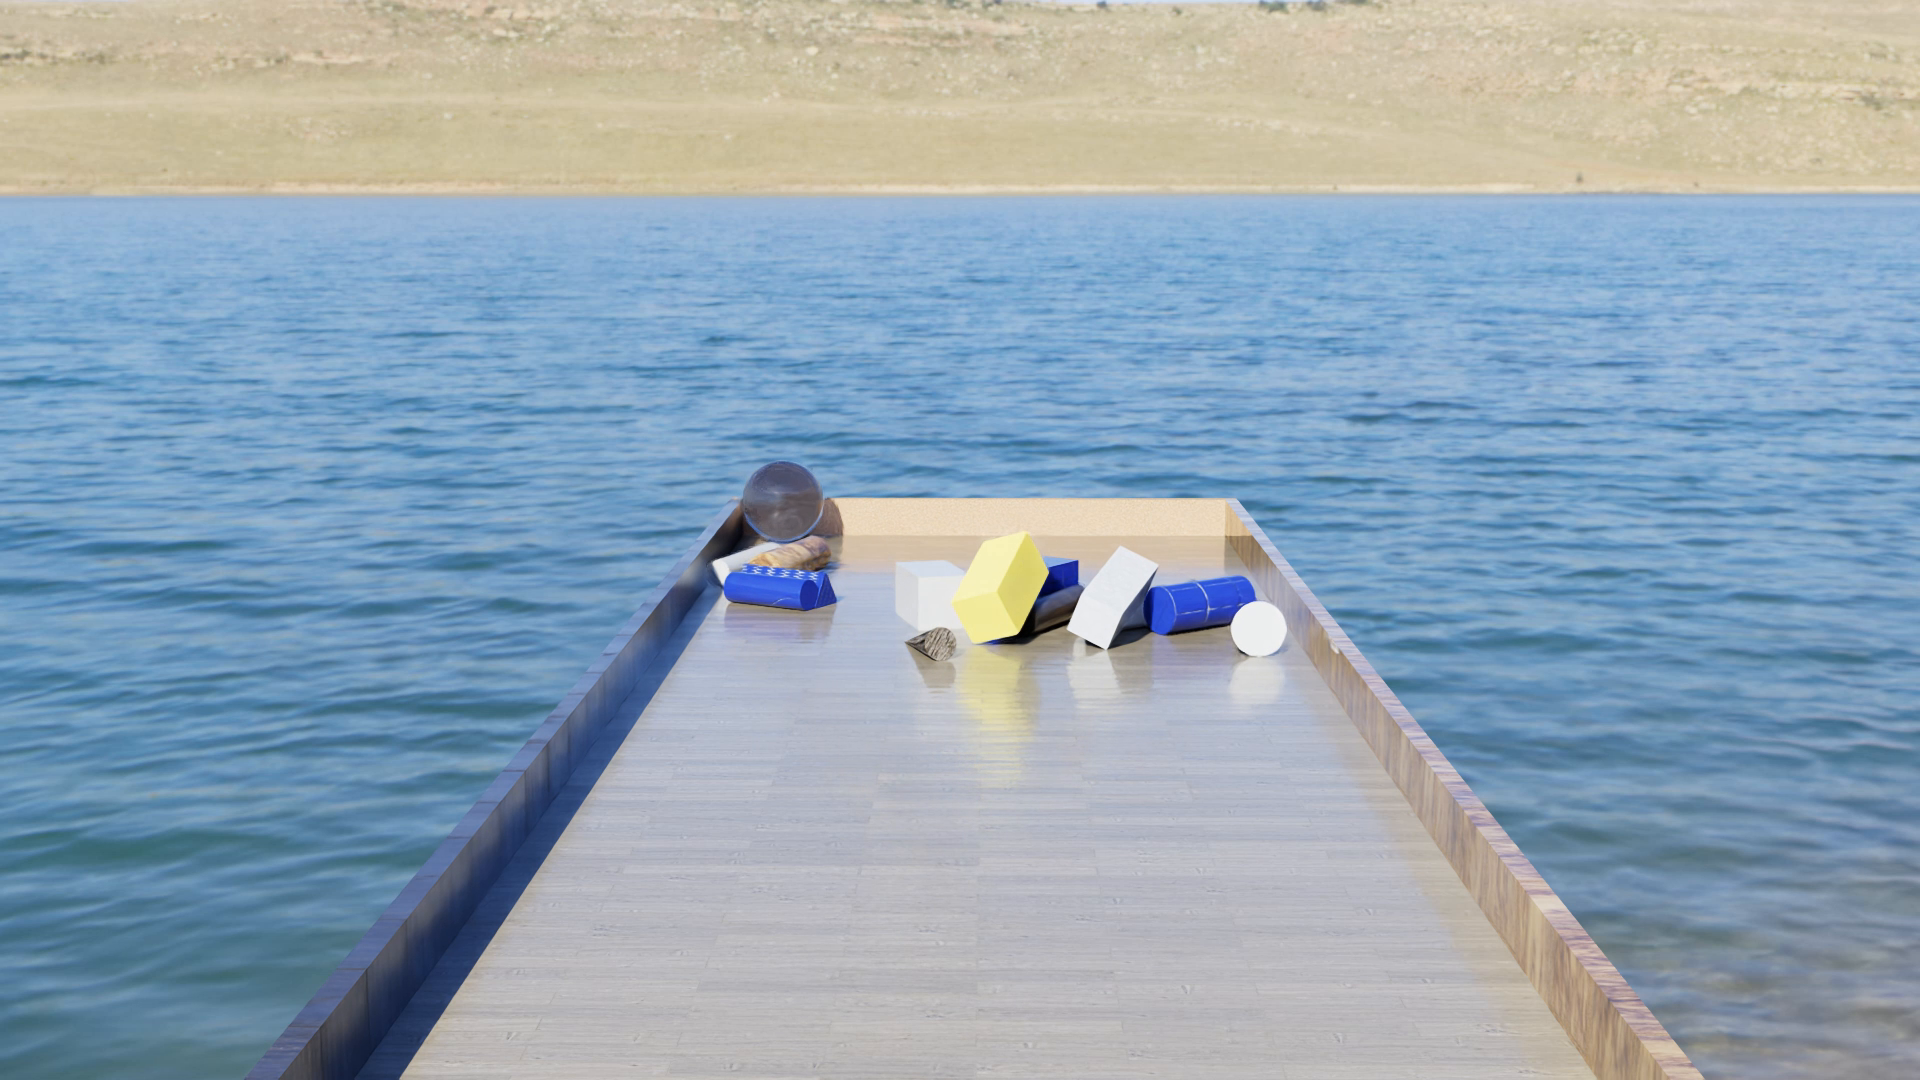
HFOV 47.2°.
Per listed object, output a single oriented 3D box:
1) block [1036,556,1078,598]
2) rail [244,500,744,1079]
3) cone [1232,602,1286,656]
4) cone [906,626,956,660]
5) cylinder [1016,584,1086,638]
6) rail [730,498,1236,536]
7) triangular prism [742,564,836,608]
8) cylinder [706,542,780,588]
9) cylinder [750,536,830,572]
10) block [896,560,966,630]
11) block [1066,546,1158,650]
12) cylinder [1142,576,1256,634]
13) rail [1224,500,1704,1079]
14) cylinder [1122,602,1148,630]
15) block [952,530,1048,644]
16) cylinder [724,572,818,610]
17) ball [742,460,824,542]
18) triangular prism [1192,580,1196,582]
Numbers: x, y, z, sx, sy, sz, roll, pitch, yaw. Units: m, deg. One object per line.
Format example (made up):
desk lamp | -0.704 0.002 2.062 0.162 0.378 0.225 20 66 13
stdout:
block | 0.243 0.164 7.439 0.168 0.168 0.318 7 11 36
rail | -1.004 0.839 3.234 0.050 0.150 12.000 0 9 1
cone | 0.908 0.283 6.956 0.169 0.169 0.407 0 -3 -3
cone | -0.118 0.319 6.832 0.103 0.103 0.303 -4 0 -23
cylinder | 0.296 0.230 7.210 0.108 0.108 0.406 5 10 29
rail | 0.099 -0.098 9.147 2.100 0.150 0.050 0 9 1
triangular prism | -0.609 0.154 7.657 0.346 0.113 0.130 5 11 30
cylinder | -0.789 0.092 8.102 0.103 0.103 0.443 4 10 21
cylinder | -0.623 0.083 8.059 0.134 0.134 0.437 3 10 20
block | -0.092 0.182 7.304 0.175 0.175 0.308 -3 9 -15
block | 0.488 0.180 6.981 0.141 0.141 0.376 27 31 11
cylinder | 0.784 0.211 7.183 0.358 0.156 0.156 -7 11 -36
rail | 1.046 0.843 3.208 0.050 0.150 12.000 0 9 1
cylinder | 0.519 0.240 7.148 0.303 0.107 0.107 -7 11 -38
block | 0.130 0.150 6.997 0.165 0.165 0.350 -15 27 28
cylinder | -0.653 0.175 7.567 0.321 0.107 0.107 5 10 30
ball | -0.719 -0.158 8.938 0.334 0.334 0.334 0 9 0
triangular prism | 0.752 0.204 7.434 0.099 0.086 0.364 3 9 18
